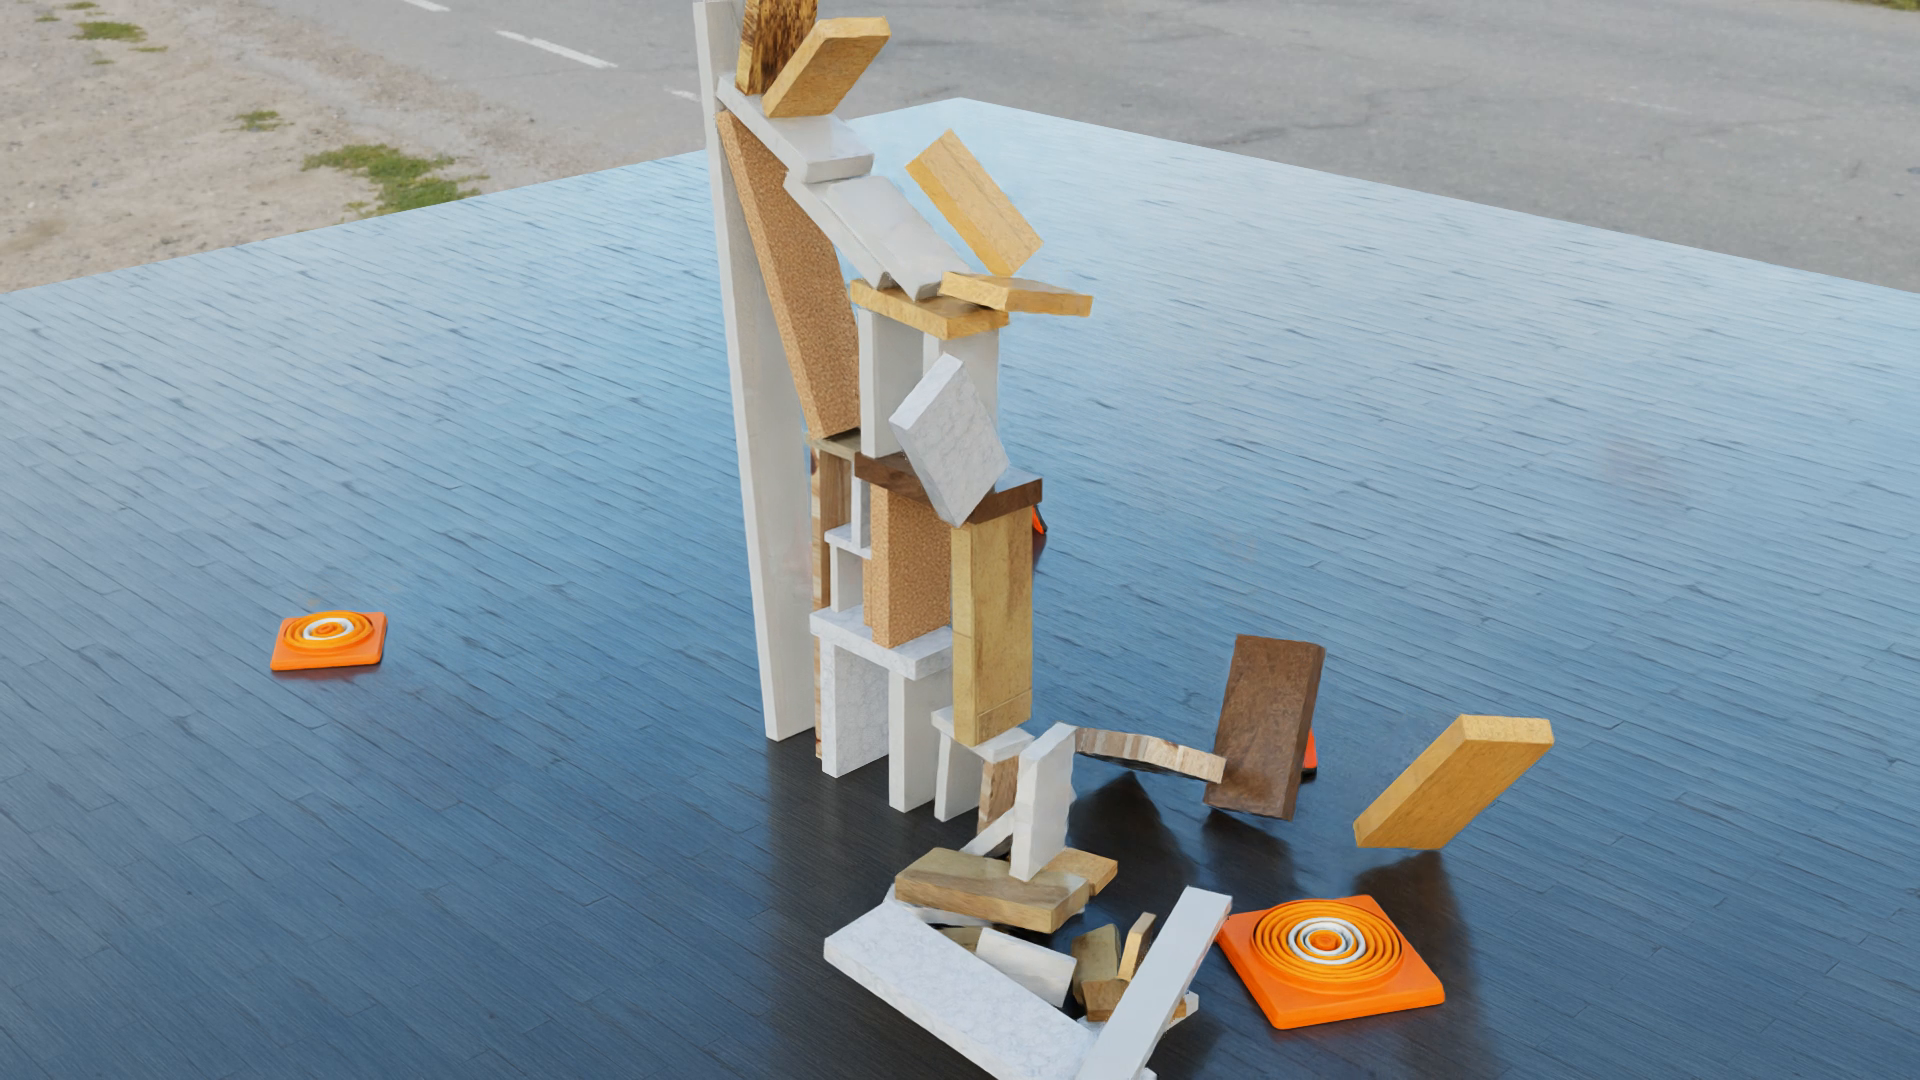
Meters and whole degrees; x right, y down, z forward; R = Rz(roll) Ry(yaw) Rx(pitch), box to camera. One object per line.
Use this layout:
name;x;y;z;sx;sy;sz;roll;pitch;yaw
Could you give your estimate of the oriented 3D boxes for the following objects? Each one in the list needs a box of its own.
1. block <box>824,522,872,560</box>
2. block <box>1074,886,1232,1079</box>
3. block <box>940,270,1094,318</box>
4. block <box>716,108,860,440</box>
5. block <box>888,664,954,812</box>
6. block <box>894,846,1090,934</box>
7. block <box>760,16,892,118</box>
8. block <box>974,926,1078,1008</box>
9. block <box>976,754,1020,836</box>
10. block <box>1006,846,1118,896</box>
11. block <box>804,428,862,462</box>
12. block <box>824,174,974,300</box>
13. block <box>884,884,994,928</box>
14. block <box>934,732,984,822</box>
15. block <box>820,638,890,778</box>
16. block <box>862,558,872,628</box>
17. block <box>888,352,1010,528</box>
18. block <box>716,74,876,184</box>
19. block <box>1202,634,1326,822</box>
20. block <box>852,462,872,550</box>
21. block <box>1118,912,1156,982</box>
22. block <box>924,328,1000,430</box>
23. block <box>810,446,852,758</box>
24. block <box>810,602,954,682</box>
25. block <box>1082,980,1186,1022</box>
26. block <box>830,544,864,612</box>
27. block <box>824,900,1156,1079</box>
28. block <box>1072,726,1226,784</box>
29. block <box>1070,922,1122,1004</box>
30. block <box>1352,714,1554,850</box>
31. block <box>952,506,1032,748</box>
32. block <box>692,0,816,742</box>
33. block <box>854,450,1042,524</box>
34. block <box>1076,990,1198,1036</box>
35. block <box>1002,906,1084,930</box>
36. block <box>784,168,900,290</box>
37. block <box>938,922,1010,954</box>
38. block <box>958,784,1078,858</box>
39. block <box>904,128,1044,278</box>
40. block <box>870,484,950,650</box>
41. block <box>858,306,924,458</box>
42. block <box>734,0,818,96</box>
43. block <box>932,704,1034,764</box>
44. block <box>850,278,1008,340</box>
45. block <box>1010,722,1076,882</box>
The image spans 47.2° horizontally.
block;-0.196;0.003;4.437;0.074;0.021;0.148;-21;31;-41
block;0.182;0.918;3.416;0.085;0.024;1.279;10;30;22
block;0.106;-0.446;3.994;0.140;0.040;0.304;19;13;30
block;-0.315;-0.536;4.352;0.157;0.661;0.045;-21;7;-40
block;-0.072;0.384;4.459;0.155;0.310;0.044;-21;31;-40
block;0.058;0.639;4.024;0.319;0.045;0.159;8;16;27
block;-0.252;-0.880;4.102;0.139;0.040;0.279;-11;-16;-32
block;0.110;0.746;3.839;0.172;0.086;0.024;18;14;6
block;0.089;0.496;4.332;0.100;0.200;0.028;-15;35;-32
block;0.196;0.628;4.245;0.193;0.027;0.096;13;26;27
block;-0.214;-0.192;4.371;0.091;0.026;0.182;-21;30;-40
block;-0.115;-0.566;4.102;0.133;0.038;0.297;-18;56;-38
block;-0.034;0.672;4.048;0.206;0.029;0.103;2;14;10
block;0.001;0.461;4.416;0.100;0.200;0.028;-20;36;-39
block;-0.217;0.327;4.592;0.155;0.311;0.044;-21;32;-41
block;-0.161;0.095;4.437;0.074;0.149;0.021;-21;31;-41
block;-0.015;-0.173;3.893;0.045;0.319;0.159;29;71;31
block;-0.318;-0.801;4.235;0.158;0.045;0.315;-16;50;-37
block;0.613;0.376;4.435;0.177;0.355;0.050;6;-12;35
block;-0.173;-0.080;4.373;0.026;0.182;0.091;24;33;39
block;0.314;0.718;3.890;0.024;0.085;0.169;15;5;13
block;0.001;-0.255;4.071;0.145;0.291;0.041;-18;30;-36
block;-0.261;0.127;4.556;0.091;0.706;0.026;-21;32;-41
block;-0.143;0.193;4.454;0.310;0.044;0.155;21;31;41
block;0.298;0.792;3.789;0.169;0.024;0.085;-2;23;-4
block;-0.230;0.068;4.501;0.021;0.148;0.074;22;31;40
block;0.041;0.801;3.711;0.609;0.045;0.159;27;37;35
block;0.364;0.430;4.431;0.177;0.050;0.355;18;-8;-23
block;0.243;0.752;3.912;0.086;0.024;0.172;-24;20;11
block;0.919;0.460;4.128;0.177;0.461;0.050;4;57;-16
block;0.063;0.152;4.210;0.049;0.469;0.171;19;29;40
block;-0.408;-0.400;4.507;0.141;1.719;0.040;-20;25;-39
block;-0.025;-0.120;4.190;0.171;0.049;0.343;-20;29;-39
block;0.306;0.819;3.792;0.103;0.029;0.206;21;31;40
block;0.126;0.682;4.118;0.193;0.027;0.096;-10;25;-21
block;-0.181;-0.604;4.173;0.157;0.045;0.315;-18;56;-37
block;0.002;0.722;3.948;0.172;0.024;0.086;-3;12;-16
block;0.104;0.548;4.188;0.133;0.266;0.038;-19;72;-37
block;0.028;-0.626;4.120;0.040;0.279;0.140;-33;11;41
block;-0.096;0.028;4.346;0.049;0.343;0.171;21;31;40
block;-0.123;-0.314;4.216;0.145;0.291;0.041;-18;28;-37
block;-0.343;-0.994;4.189;0.141;0.282;0.040;-17;43;-38
block;0.044;0.375;4.324;0.100;0.028;0.200;-16;28;-34
block;-0.059;-0.440;4.078;0.145;0.041;0.291;-17;30;-36
block;0.150;0.475;3.989;0.038;0.266;0.133;20;33;28
